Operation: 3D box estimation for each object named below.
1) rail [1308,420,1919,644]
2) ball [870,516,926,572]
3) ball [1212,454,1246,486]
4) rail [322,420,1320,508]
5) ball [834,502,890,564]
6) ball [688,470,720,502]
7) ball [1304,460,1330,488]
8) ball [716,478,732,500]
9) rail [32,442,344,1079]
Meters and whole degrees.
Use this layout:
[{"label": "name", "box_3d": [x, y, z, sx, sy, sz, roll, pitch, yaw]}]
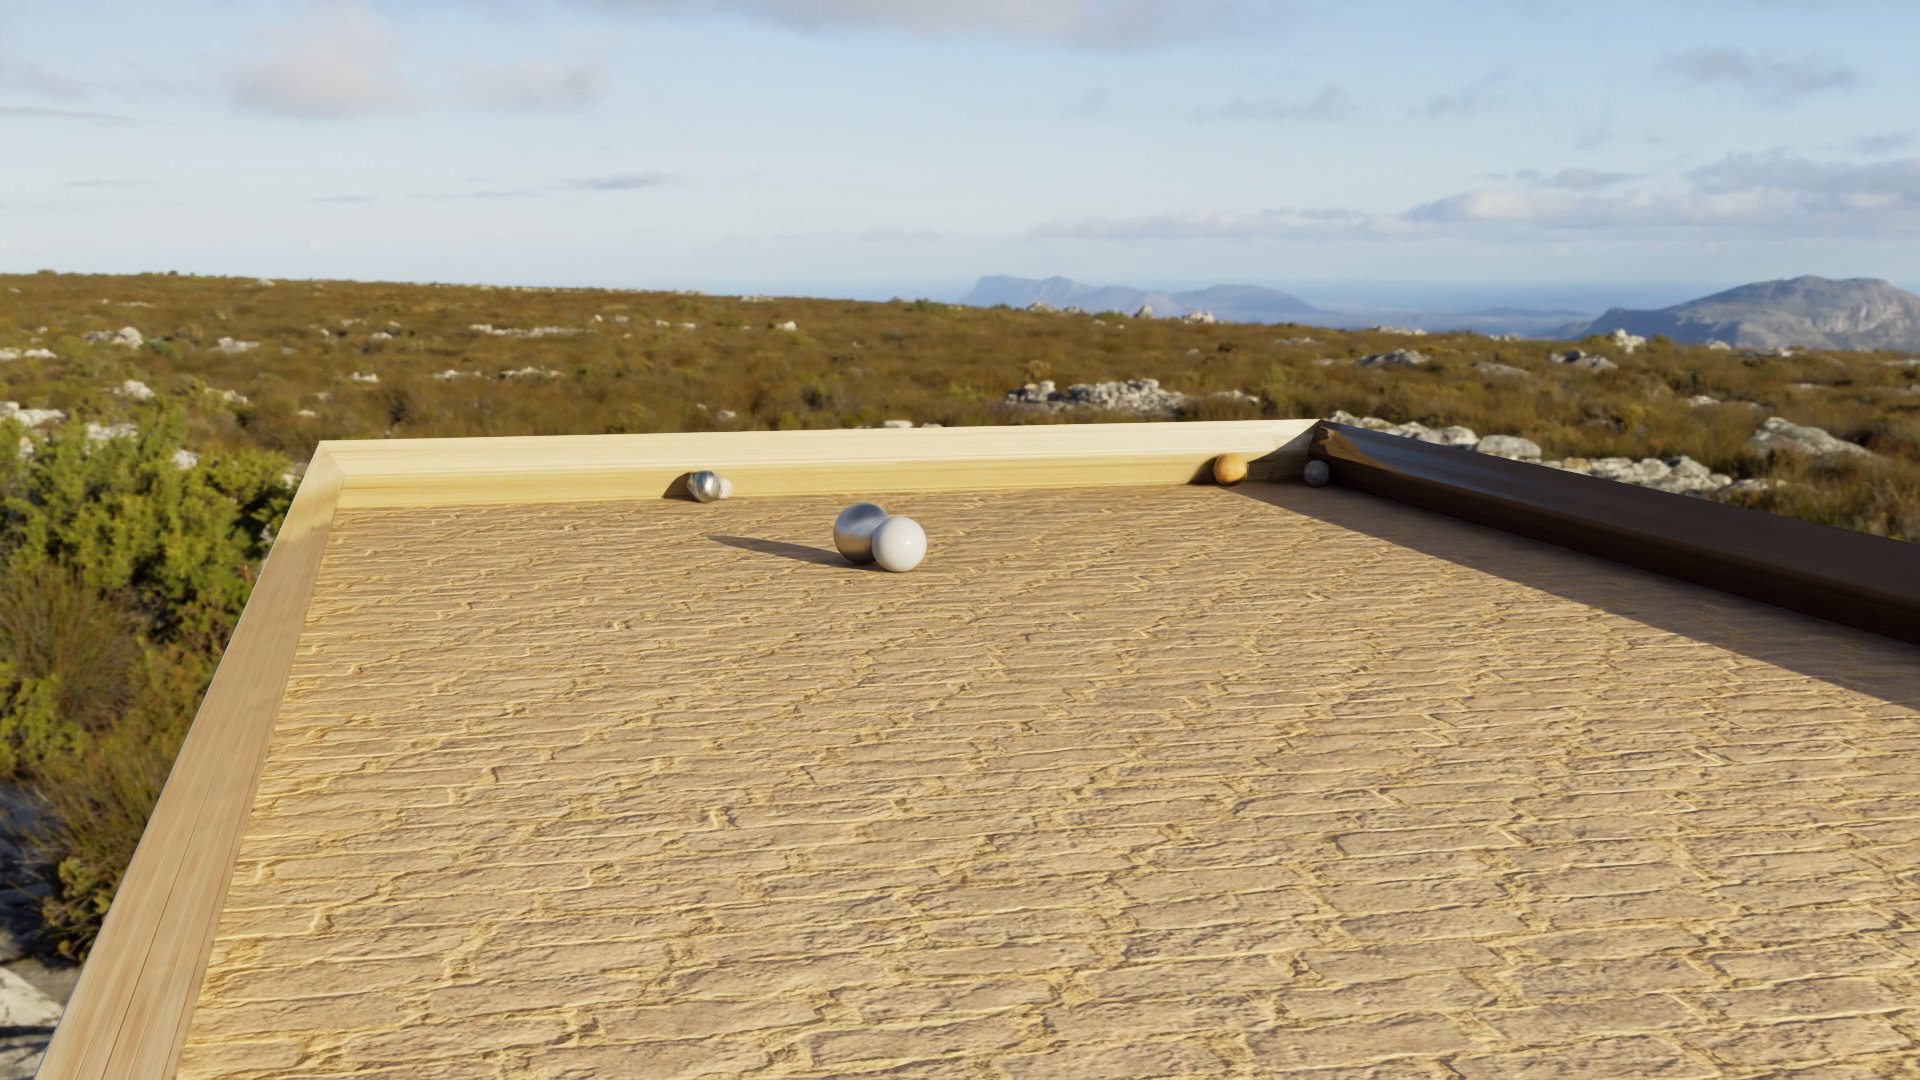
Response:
[{"label": "rail", "box_3d": [1.190, 0.066, 2.822, 0.045, 0.127, 3.796, -2, 8, -14]}, {"label": "ball", "box_3d": [-0.094, 0.007, 3.395, 0.087, 0.087, 0.087, 0, 8, 0]}, {"label": "ball", "box_3d": [0.556, -0.145, 4.536, 0.068, 0.068, 0.068, 0, 8, 0]}, {"label": "rail", "box_3d": [-0.221, -0.155, 4.390, 2.033, 0.127, 0.045, -2, 8, -14]}, {"label": "ball", "box_3d": [-0.152, -0.011, 3.478, 0.098, 0.098, 0.098, 0, 8, 0]}, {"label": "ball", "box_3d": [-0.496, -0.105, 4.266, 0.065, 0.065, 0.065, 0, 8, 0]}, {"label": "ball", "box_3d": [0.734, -0.137, 4.524, 0.056, 0.056, 0.056, 0, 8, 0]}, {"label": "ball", "box_3d": [-0.467, -0.101, 4.315, 0.043, 0.043, 0.043, 0, 8, 0]}, {"label": "rail", "box_3d": [-0.738, 0.132, 2.353, 0.045, 0.127, 3.796, -2, 8, -14]}]
